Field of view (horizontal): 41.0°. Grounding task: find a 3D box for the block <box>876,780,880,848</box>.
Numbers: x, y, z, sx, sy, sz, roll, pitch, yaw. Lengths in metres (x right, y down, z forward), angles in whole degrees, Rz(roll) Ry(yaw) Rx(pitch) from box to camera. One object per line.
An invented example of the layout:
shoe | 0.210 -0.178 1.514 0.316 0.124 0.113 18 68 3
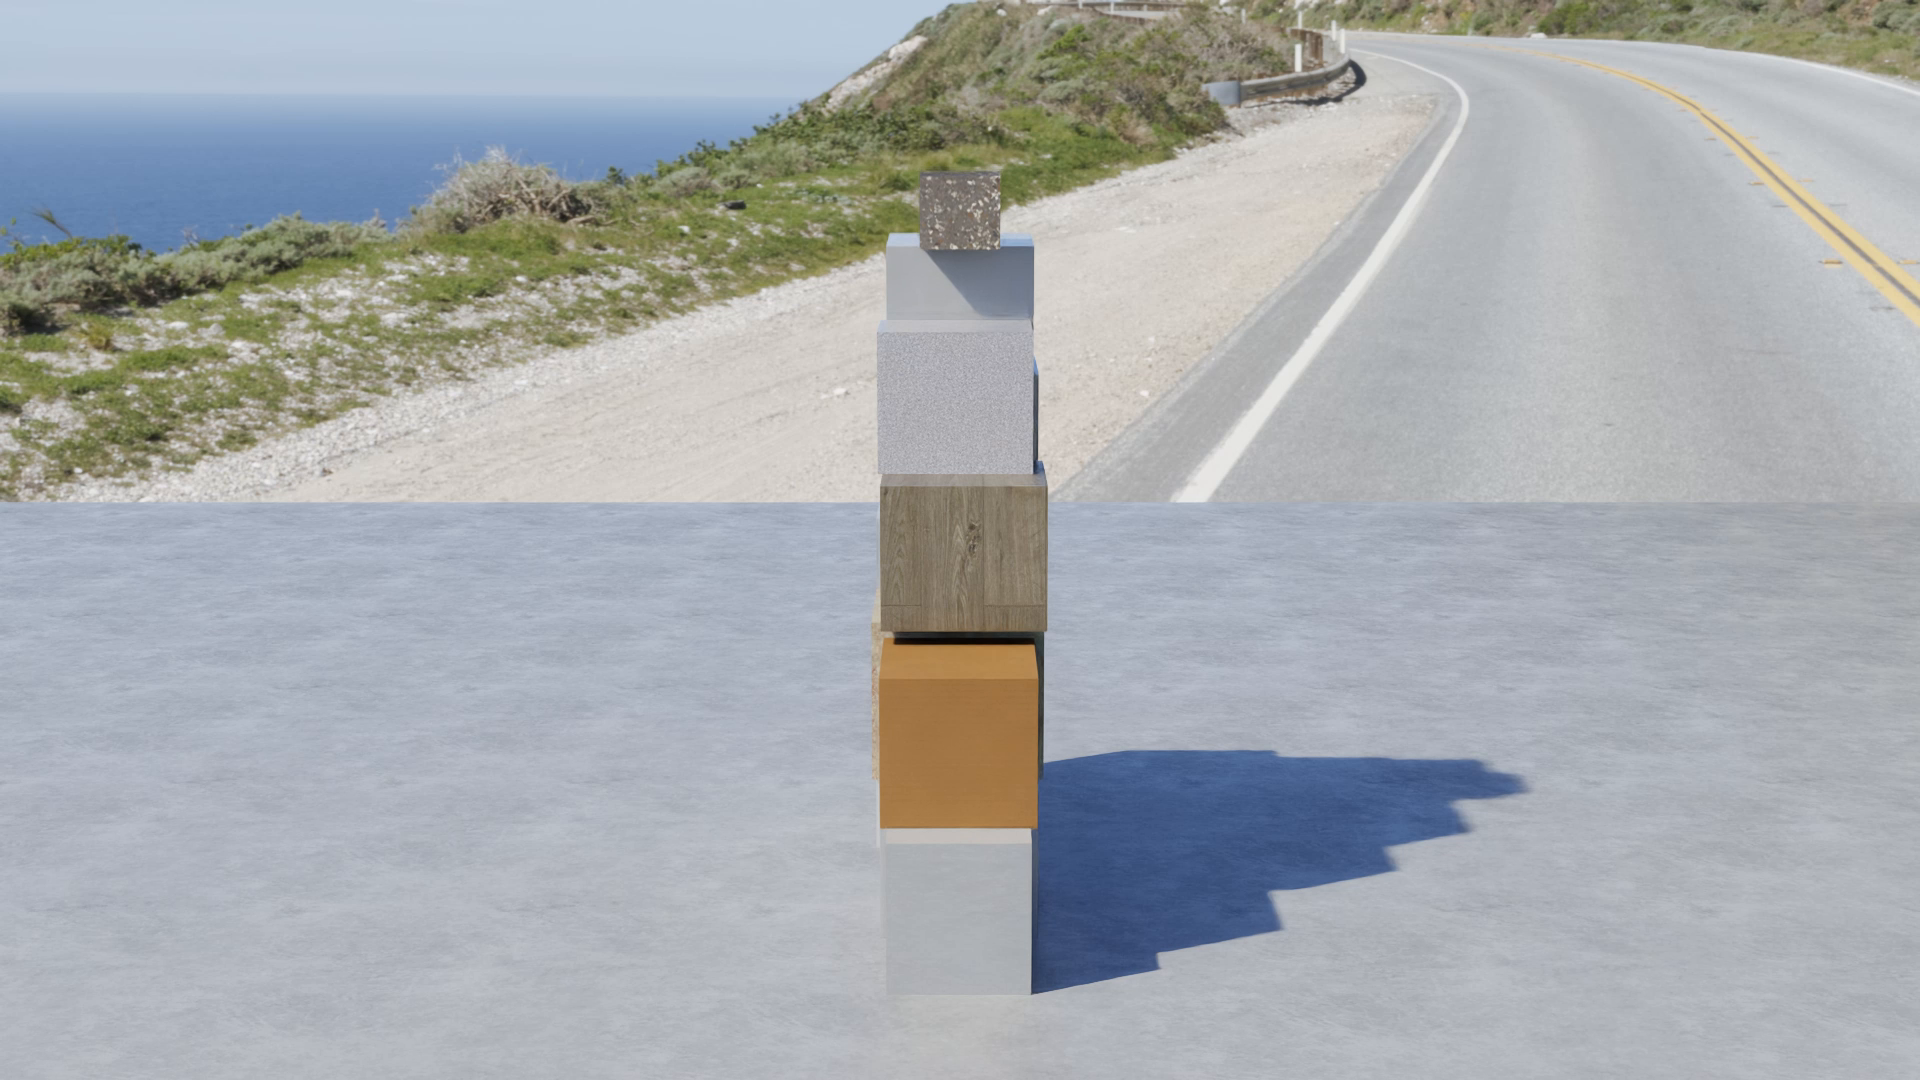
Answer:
block | -0.020 1.021 12.067 0.726 0.674 0.692 0 10 0

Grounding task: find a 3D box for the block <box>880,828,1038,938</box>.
block | -0.004 1.271 10.836 0.649 0.622 0.671 0 10 0

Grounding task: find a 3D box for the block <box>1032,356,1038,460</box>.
block | 0.007 -0.436 11.673 0.679 0.731 0.637 0 12 0

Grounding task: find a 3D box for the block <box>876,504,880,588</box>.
block | 0.002 0.235 12.260 0.777 0.804 0.705 0 10 0

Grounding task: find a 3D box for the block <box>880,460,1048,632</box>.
block | 0.016 0.016 10.626 0.671 0.592 0.689 0 10 0

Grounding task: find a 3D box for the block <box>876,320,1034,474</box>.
block | -0.020 -0.605 10.748 0.638 0.585 0.531 0 10 0

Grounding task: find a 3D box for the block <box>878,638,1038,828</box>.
block | -0.005 0.762 10.237 0.613 0.603 0.643 0 12 0

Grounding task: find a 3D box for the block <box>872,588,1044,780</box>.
block | -0.009 0.603 10.913 0.710 0.665 0.699 0 10 0

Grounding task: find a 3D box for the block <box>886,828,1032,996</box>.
block | -0.005 1.399 10.174 0.560 0.608 0.658 0 10 0

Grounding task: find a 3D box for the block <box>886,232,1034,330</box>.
block | 0.001 -1.021 11.249 0.629 0.593 0.605 0 12 0

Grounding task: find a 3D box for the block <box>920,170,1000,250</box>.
block | 0.000 -1.404 10.892 0.339 0.306 0.357 0 12 0
